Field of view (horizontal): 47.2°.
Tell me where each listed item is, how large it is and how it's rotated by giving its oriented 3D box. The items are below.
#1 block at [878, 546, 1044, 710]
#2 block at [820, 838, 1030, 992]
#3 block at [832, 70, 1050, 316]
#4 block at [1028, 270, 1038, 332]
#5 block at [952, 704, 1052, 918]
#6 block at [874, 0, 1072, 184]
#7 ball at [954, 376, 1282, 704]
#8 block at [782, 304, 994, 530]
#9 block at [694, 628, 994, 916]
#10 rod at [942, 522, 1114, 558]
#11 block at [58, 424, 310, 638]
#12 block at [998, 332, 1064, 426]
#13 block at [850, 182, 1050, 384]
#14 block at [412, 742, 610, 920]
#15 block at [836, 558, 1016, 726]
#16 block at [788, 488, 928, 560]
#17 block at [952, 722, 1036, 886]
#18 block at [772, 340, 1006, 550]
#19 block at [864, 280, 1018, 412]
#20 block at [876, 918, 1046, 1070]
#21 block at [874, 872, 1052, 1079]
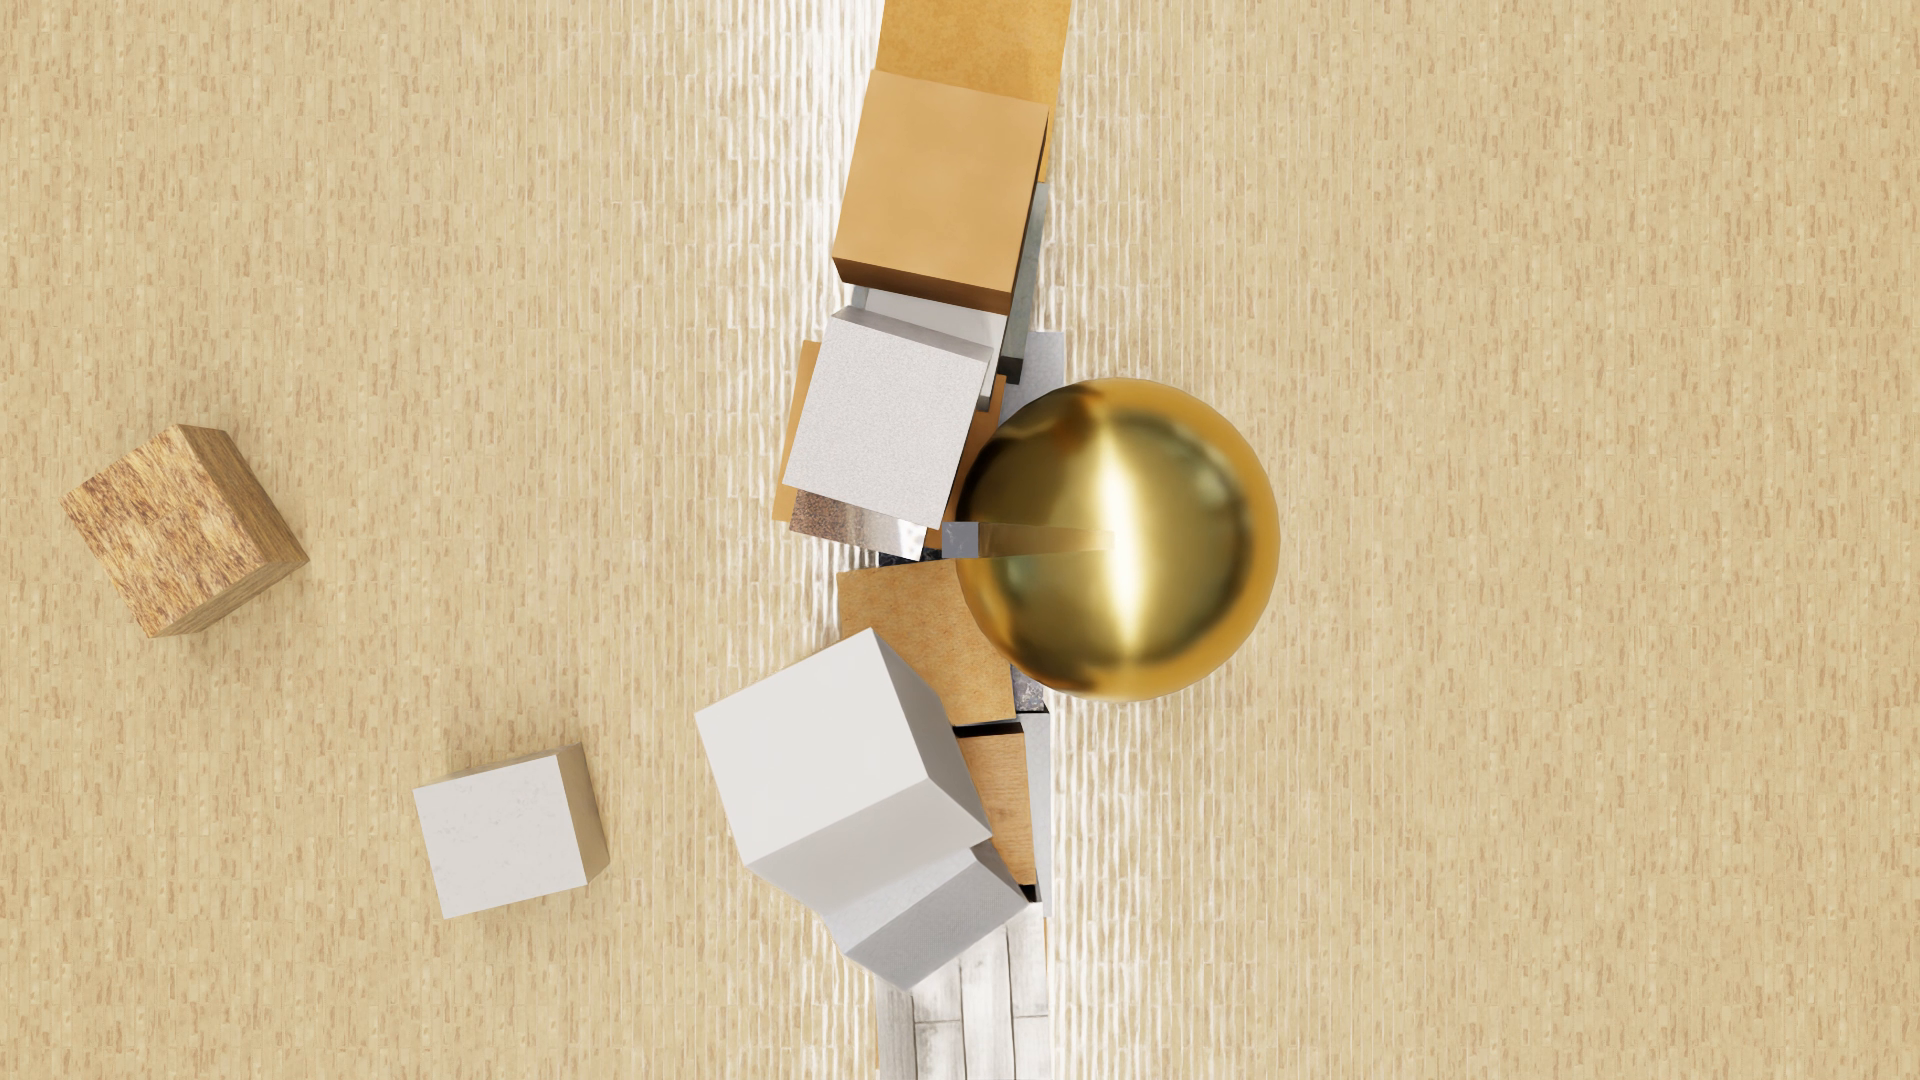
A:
[{"bbox_3d":[0.005,0.446,12.557,0.911,0.885,0.988,0,90,0],"label":"block"},{"bbox_3d":[-0.319,1.530,10.750,0.760,0.884,0.912,-35,61,2],"label":"block"},{"bbox_3d":[-0.082,-1.588,10.171,0.817,0.711,0.861,12,88,1],"label":"block"},{"bbox_3d":[-0.005,-1.554,12.583,0.864,0.833,0.800,0,90,0],"label":"block"},{"bbox_3d":[0.010,1.514,12.527,0.978,0.946,1.117,-1,90,0],"label":"block"},{"bbox_3d":[0.035,-2.365,11.691,0.943,0.934,0.947,9,90,0],"label":"block"},{"bbox_3d":[0.764,0.000,10.769,1.600,1.600,1.600,0,90,0],"label":"ball"},{"bbox_3d":[-0.313,-0.581,10.094,0.724,0.836,0.772,17,100,0],"label":"block"},{"bbox_3d":[-0.513,1.070,9.965,0.891,0.953,0.764,-26,62,7],"label":"block"},{"bbox_3d":[0.331,0.000,7.397,0.080,5.200,0.080,0,90,7],"label":"rod"},{"bbox_3d":[-4.414,-0.050,12.579,0.775,0.841,0.918,-33,90,0],"label":"block"},{"bbox_3d":[0.014,-0.601,12.536,1.118,0.929,1.086,0,90,0],"label":"block"},{"bbox_3d":[-0.059,-1.401,11.643,0.910,0.893,0.911,9,86,1],"label":"block"},{"bbox_3d":[-2.549,1.645,12.590,0.818,0.820,0.740,-14,90,0],"label":"block"},{"bbox_3d":[-0.177,0.569,11.693,0.831,0.776,0.854,-7,86,0],"label":"block"},{"bbox_3d":[-0.431,-0.315,10.893,0.644,0.643,0.703,13,90,0],"label":"block"},{"bbox_3d":[-0.026,1.418,11.706,0.782,0.696,0.782,-5,90,0],"label":"block"},{"bbox_3d":[-0.363,-0.472,11.643,1.054,0.857,0.932,10,90,0],"label":"block"},{"bbox_3d":[-0.111,-1.077,10.834,0.672,0.667,0.701,12,87,1],"label":"block"},{"bbox_3d":[0.006,2.494,12.546,0.945,0.909,0.833,0,90,0],"label":"block"},{"bbox_3d":[0.006,2.301,11.640,0.877,0.853,0.913,-3,93,0],"label":"block"}]
